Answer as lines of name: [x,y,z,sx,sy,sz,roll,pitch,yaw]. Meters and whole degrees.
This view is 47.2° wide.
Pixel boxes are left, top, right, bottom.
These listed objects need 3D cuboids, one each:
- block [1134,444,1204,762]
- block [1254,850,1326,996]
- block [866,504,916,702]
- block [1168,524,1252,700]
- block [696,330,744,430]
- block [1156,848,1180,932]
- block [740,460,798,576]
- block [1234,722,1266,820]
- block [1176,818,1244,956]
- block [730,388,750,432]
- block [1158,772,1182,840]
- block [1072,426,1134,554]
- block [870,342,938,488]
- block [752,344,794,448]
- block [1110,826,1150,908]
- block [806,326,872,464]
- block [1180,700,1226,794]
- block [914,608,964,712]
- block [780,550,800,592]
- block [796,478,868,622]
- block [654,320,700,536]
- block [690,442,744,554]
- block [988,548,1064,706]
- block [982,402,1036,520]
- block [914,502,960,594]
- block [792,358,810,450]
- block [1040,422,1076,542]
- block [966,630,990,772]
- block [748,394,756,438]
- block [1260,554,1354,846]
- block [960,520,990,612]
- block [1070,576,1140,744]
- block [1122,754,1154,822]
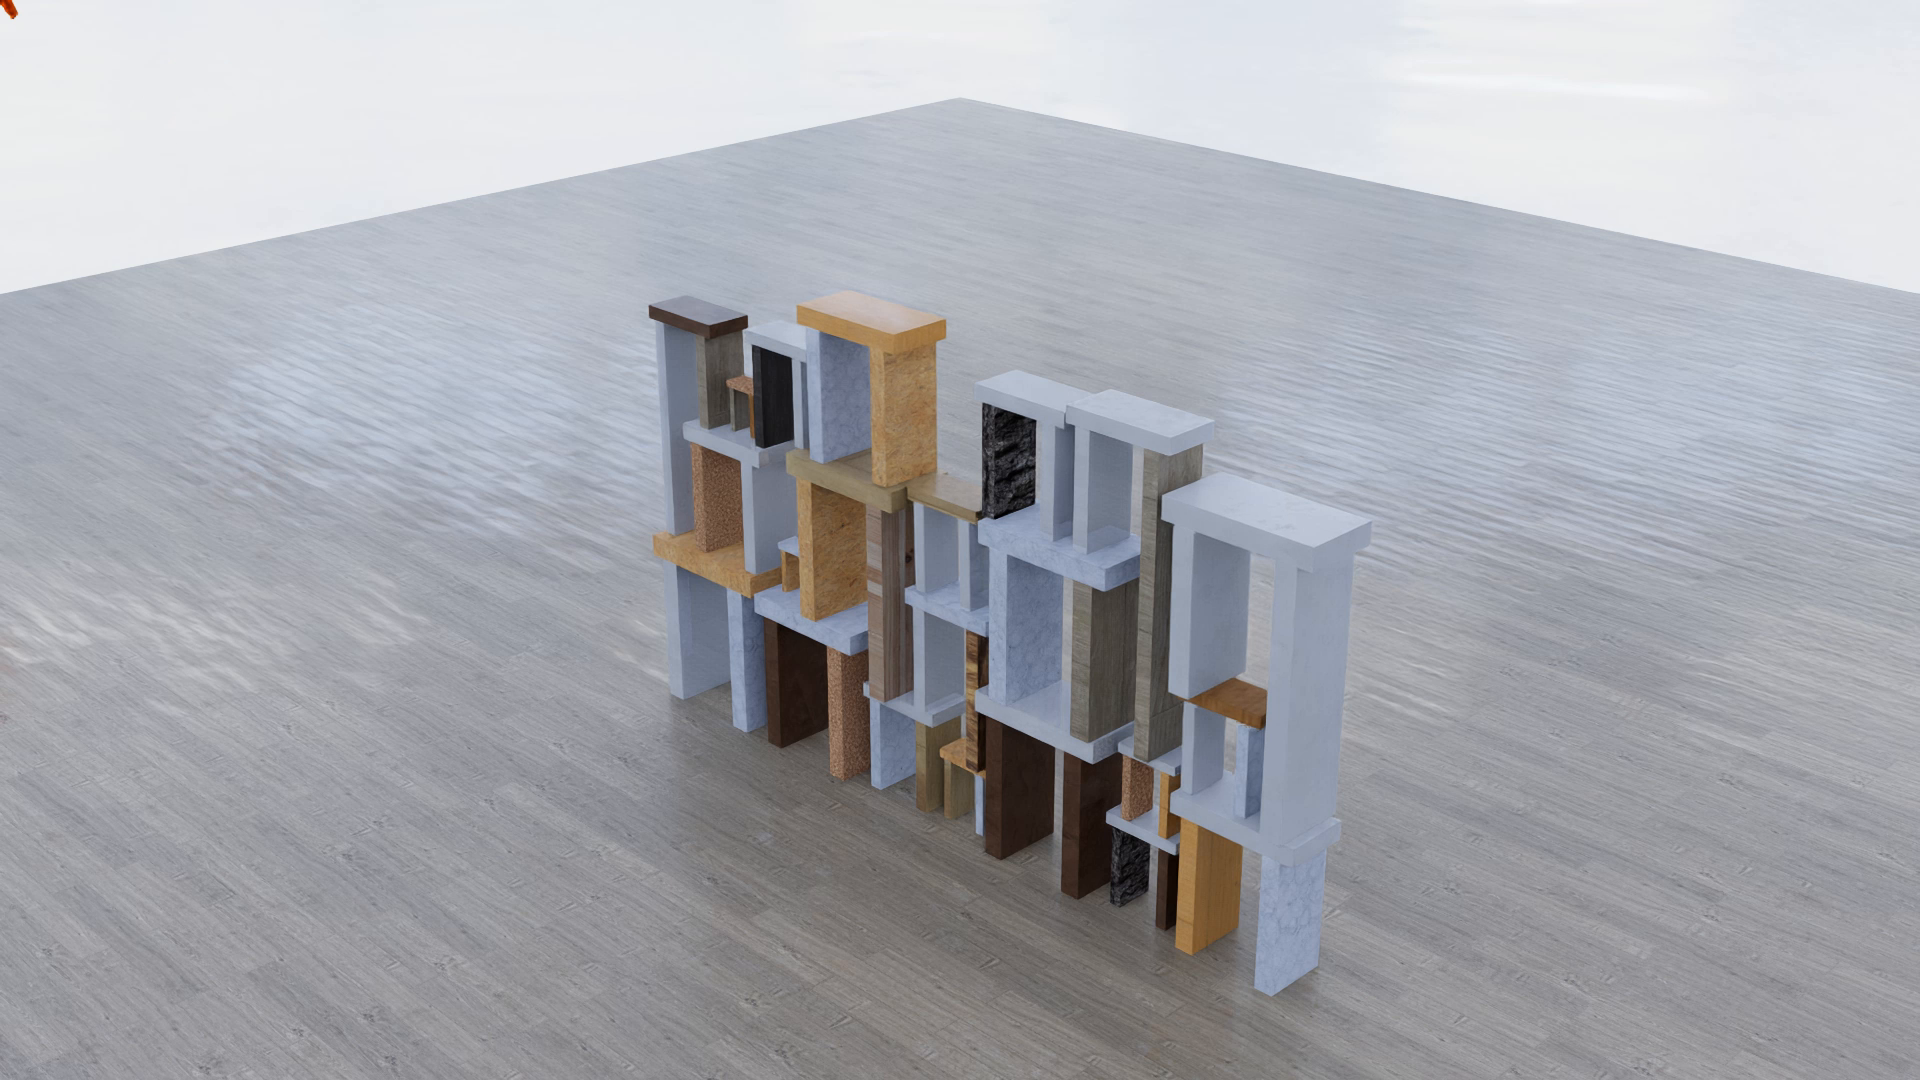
block: [0.366,0.105,3.871,0.033,0.593,0.118,21,31,41]
block: [0.582,0.654,3.871,0.039,0.272,0.136,21,31,41]
block: [-0.113,0.107,4.385,0.153,0.418,0.043,-21,31,-40]
block: [0.433,0.103,3.799,0.158,0.315,0.045,-21,30,-40]
block: [-0.502,-0.343,4.620,0.029,0.204,0.102,21,31,41]
block: [0.400,0.630,4.061,0.024,0.167,0.084,21,31,41]
block: [-0.397,-0.061,4.623,0.035,0.248,0.124,21,31,41]
block: [0.517,0.388,3.823,0.089,0.178,0.025,-22,31,-40]
block: [0.454,0.604,3.989,0.039,0.272,0.136,21,31,41]
block: [-0.459,-0.279,4.609,0.013,0.095,0.047,21,31,41]
block: [0.391,0.470,3.992,0.019,0.134,0.067,21,31,41]
block: [0.254,-0.103,3.904,0.033,0.236,0.118,21,31,41]
block: [-0.107,-0.251,4.230,0.137,0.275,0.039,-21,31,-40]
block: [-0.379,-0.305,4.509,0.094,0.219,0.027,-21,31,-41]
block: [0.321,0.599,4.134,0.024,0.167,0.084,21,31,41]
block: [-0.237,-0.301,4.349,0.039,0.274,0.137,21,31,41]
block: [0.433,0.355,3.902,0.089,0.178,0.025,-21,30,-41]
block: [-0.041,0.220,4.369,0.111,0.222,0.031,-21,31,-40]
block: [-0.353,0.059,4.627,0.014,0.095,0.048,21,31,41]
block: [-0.258,-0.001,4.497,0.043,0.307,0.153,21,31,41]
block: [-0.598,-0.251,4.764,0.029,0.487,0.102,21,31,41]
block: [-0.514,-0.107,4.730,0.035,0.247,0.124,21,31,41]
block: [0.125,0.142,4.143,0.044,0.312,0.156,21,31,41]
block: [0.091,-0.158,4.054,0.111,0.221,0.031,-21,31,-41]
block: [-0.045,0.002,4.279,0.093,0.186,0.026,-22,31,-40]
block: [-0.291,-0.284,4.422,0.027,0.187,0.094,21,31,41]
block: [0.195,-0.118,3.958,0.111,0.221,0.031,-21,31,-41]
block: [0.062,0.297,4.286,0.111,0.300,0.031,-21,31,-40]
block: [-0.414,-0.262,4.568,0.013,0.095,0.047,21,31,41]
block: [0.583,0.255,3.701,0.158,0.518,0.045,-21,31,-41]
block: [0.042,0.036,4.197,0.093,0.186,0.026,-22,31,-40]
block: [0.272,0.199,4.007,0.044,0.312,0.156,21,31,41]
block: [0.328,0.445,4.050,0.019,0.134,0.067,21,31,41]
